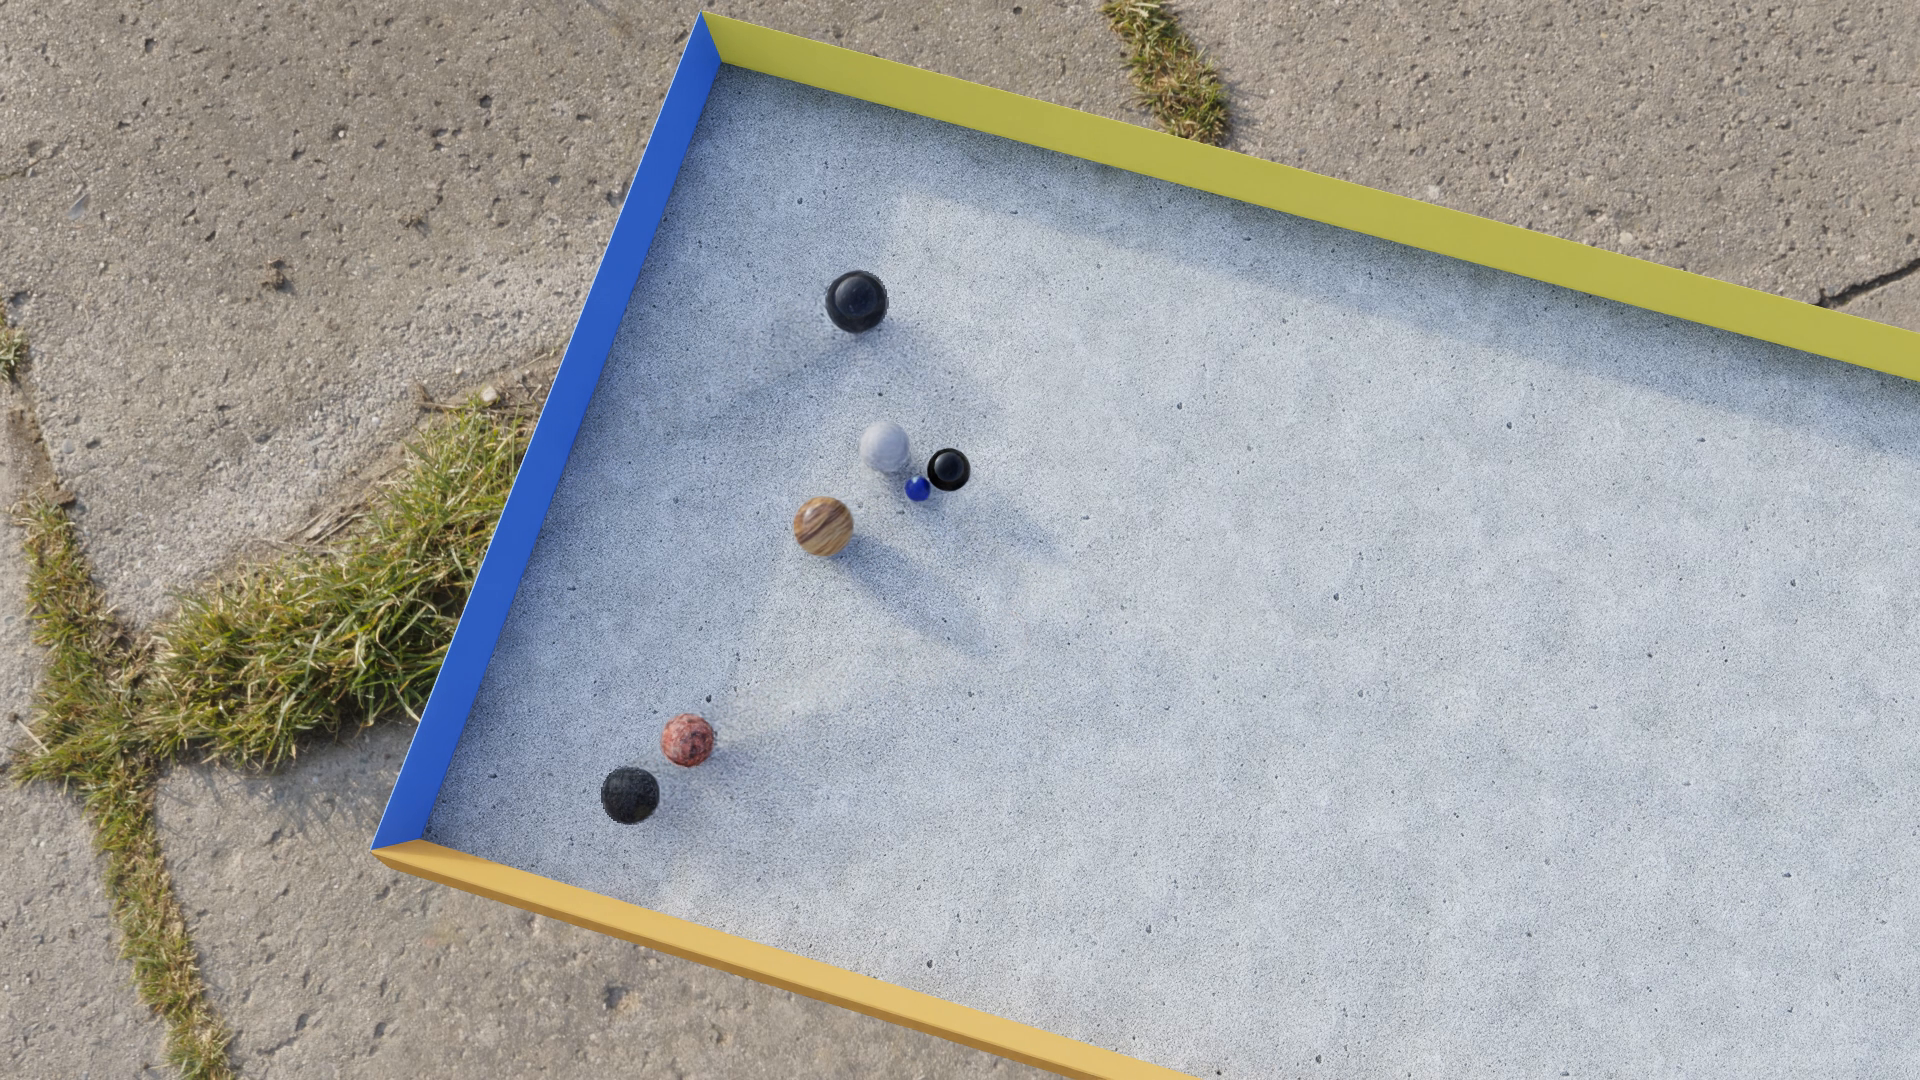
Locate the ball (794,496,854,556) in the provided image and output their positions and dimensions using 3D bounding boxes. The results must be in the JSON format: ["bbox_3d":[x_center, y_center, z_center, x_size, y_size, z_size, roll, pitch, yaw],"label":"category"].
[{"bbox_3d":[-0.211,-0.021,3.417,0.094,0.094,0.094,0,71,0],"label":"ball"}]

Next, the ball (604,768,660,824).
[{"bbox_3d":[-0.490,0.381,3.284,0.083,0.083,0.083,0,71,0],"label":"ball"}]

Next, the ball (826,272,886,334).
[{"bbox_3d":[-0.167,-0.382,3.540,0.098,0.098,0.098,0,71,0],"label":"ball"}]

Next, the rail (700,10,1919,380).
[{"bbox_3d":[0.846,-0.467,3.552,2.679,0.128,0.045,16,72,5],"label":"rail"}]

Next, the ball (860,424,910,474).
[{"bbox_3d":[-0.118,-0.145,3.468,0.079,0.079,0.079,0,71,0],"label":"ball"}]

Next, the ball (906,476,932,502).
[{"bbox_3d":[-0.065,-0.080,3.466,0.040,0.040,0.040,0,71,0],"label":"ball"}]

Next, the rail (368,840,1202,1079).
[{"bbox_3d":[0.436,0.815,3.109,2.679,0.128,0.045,16,72,5],"label":"rail"}]

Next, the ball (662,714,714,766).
[{"bbox_3d":[-0.410,0.302,3.313,0.079,0.079,0.079,0,71,0],"label":"ball"}]

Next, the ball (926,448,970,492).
[{"bbox_3d":[-0.017,-0.111,3.461,0.069,0.069,0.069,0,71,0],"label":"ball"}]

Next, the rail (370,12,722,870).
[{"bbox_3d":[-0.618,-0.186,3.455,0.045,0.128,1.464,16,72,5],"label":"rail"}]
